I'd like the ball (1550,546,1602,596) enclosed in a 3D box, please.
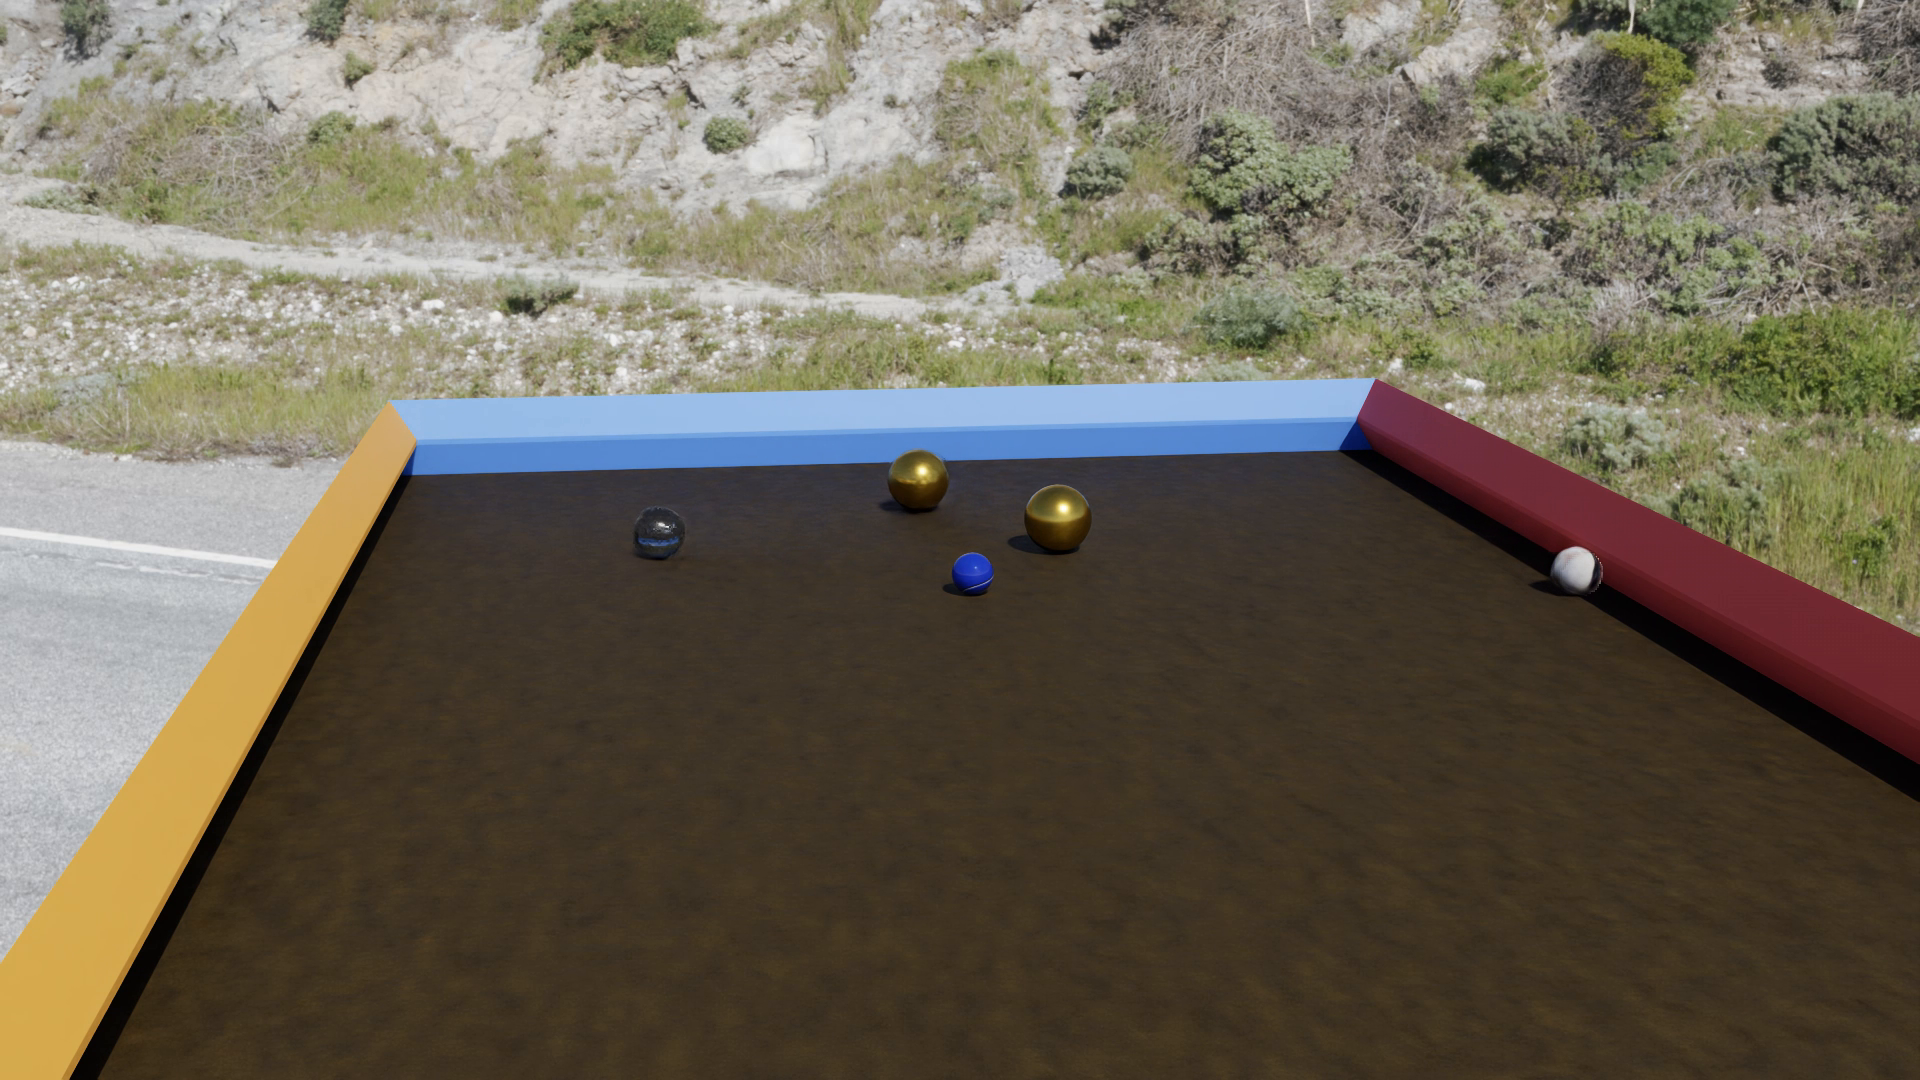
[{"bbox_3d":[0.765,0.038,2.733,0.060,0.060,0.060,0,13,0],"label":"ball"}]

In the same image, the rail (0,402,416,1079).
[{"bbox_3d":[-0.670,0.166,2.047,0.045,0.118,2.932,-2,13,-8],"label":"rail"}]

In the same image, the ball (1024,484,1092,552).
[{"bbox_3d":[0.131,-0.029,2.955,0.091,0.091,0.091,0,13,0],"label":"ball"}]

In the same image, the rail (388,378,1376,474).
[{"bbox_3d":[-0.098,-0.181,3.544,1.606,0.118,0.045,-2,13,-8],"label":"rail"}]

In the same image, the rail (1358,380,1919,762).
[{"bbox_3d":[0.873,0.118,2.257,0.045,0.118,2.932,-2,13,-8],"label":"rail"}]

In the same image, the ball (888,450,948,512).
[{"bbox_3d":[-0.061,-0.087,3.208,0.089,0.089,0.089,0,13,0],"label":"ball"}]

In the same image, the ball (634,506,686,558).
[{"bbox_3d":[-0.399,-0.010,2.924,0.069,0.069,0.069,0,13,0],"label":"ball"}]

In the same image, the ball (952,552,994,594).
[{"bbox_3d":[0.016,0.042,2.735,0.053,0.053,0.053,0,13,0],"label":"ball"}]
